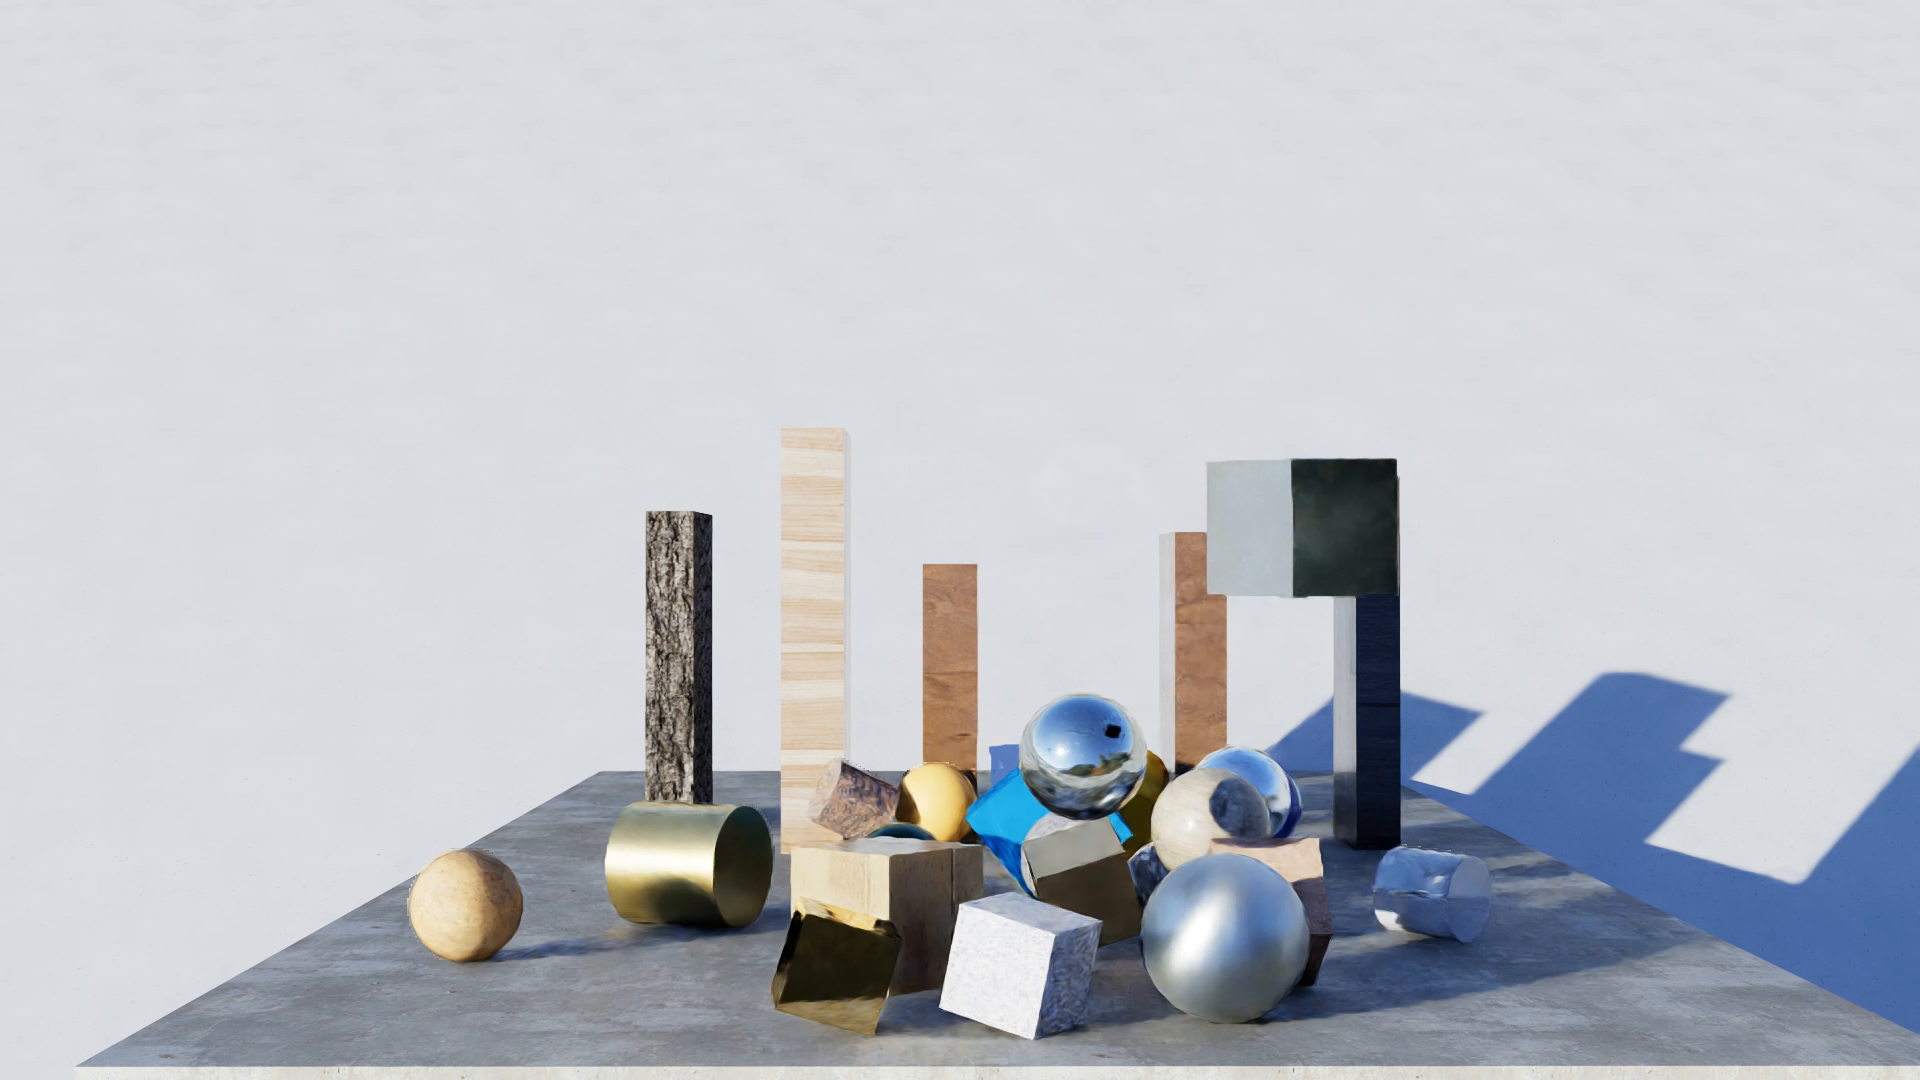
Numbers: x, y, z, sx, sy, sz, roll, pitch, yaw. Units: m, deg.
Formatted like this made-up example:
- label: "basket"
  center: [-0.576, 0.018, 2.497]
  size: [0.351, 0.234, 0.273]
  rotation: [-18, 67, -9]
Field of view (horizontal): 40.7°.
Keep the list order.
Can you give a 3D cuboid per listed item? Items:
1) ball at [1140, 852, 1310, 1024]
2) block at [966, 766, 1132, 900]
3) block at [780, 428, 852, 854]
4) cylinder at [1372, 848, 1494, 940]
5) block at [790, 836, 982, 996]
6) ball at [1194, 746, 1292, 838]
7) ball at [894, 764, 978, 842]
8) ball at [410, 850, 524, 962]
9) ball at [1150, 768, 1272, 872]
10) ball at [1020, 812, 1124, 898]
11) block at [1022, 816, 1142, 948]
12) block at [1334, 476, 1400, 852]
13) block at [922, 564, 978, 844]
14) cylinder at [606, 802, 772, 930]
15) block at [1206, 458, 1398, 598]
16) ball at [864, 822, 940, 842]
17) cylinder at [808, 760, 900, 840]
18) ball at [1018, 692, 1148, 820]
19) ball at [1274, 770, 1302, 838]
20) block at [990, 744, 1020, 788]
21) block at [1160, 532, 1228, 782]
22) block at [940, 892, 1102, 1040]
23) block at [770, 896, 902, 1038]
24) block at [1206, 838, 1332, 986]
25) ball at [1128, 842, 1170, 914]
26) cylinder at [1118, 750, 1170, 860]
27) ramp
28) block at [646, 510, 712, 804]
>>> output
- label: "ball"
  center: [0.304, 0.457, 2.976]
  size: [0.195, 0.195, 0.195]
  rotation: [0, 32, 0]
- label: "block"
  center: [0.138, 0.439, 4.043]
  size: [0.181, 0.181, 0.181]
  rotation: [-40, -1, 0]
- label: "block"
  center: [-0.271, 0.186, 4.916]
  size: [0.115, 0.781, 0.330]
  rotation: [0, -1, 0]
- label: "cylinder"
  center: [0.661, 0.495, 3.623]
  size: [0.118, 0.118, 0.118]
  rotation: [-28, 16, -37]
- label: "block"
  center: [-0.093, 0.472, 3.272]
  size: [0.171, 0.171, 0.171]
  rotation: [-1, -1, 42]
- label: "ball"
  center: [0.416, 0.385, 3.874]
  size: [0.156, 0.156, 0.156]
  rotation: [0, 32, 0]
- label: "ball"
  center: [-0.044, 0.489, 4.767]
  size: [0.155, 0.155, 0.155]
  rotation: [0, 32, 0]
- label: "ball"
  center: [-0.656, 0.486, 3.446]
  size: [0.149, 0.149, 0.149]
  rotation: [0, 32, 0]
- label: "ball"
  center: [0.322, 0.369, 3.328]
  size: [0.154, 0.154, 0.154]
  rotation: [0, 32, 0]
- label: "ball"
  center: [0.162, 0.462, 3.742]
  size: [0.151, 0.151, 0.151]
  rotation: [0, 32, 0]
- label: "block"
  center: [0.162, 0.454, 3.386]
  size: [0.119, 0.119, 0.119]
  rotation: [-17, 18, -2]
- label: "block"
  center: [0.773, 0.230, 4.936]
  size: [0.082, 0.694, 0.287]
  rotation: [0, -1, 0]
- label: "block"
  center: [-0.018, 0.312, 5.020]
  size: [0.104, 0.531, 0.347]
  rotation: [0, -1, 0]
- label: "cylinder"
  center: [-0.394, 0.474, 3.788]
  size: [0.178, 0.178, 0.178]
  rotation: [0, 29, 25]
- label: "block"
  center: [0.375, -0.014, 2.852]
  size: [0.147, 0.147, 0.147]
  rotation: [-1, 1, -32]
- label: "ball"
  center: [-0.088, 0.490, 3.814]
  size: [0.149, 0.149, 0.149]
  rotation: [0, 32, 0]
- label: "cylinder"
  center: [-0.192, 0.478, 4.690]
  size: [0.122, 0.122, 0.122]
  rotation: [28, 28, -15]
- label: "ball"
  center: [0.142, 0.249, 2.985]
  size: [0.148, 0.148, 0.148]
  rotation: [0, 32, 0]
- label: "ball"
  center: [0.494, 0.438, 4.282]
  size: [0.142, 0.142, 0.142]
  rotation: [0, 32, 0]
- label: "block"
  center: [0.128, 0.471, 4.839]
  size: [0.129, 0.129, 0.129]
  rotation: [-5, 45, 3]
- label: "block"
  center: [0.405, 0.280, 4.507]
  size: [0.087, 0.584, 0.338]
  rotation: [0, -1, 0]
- label: "block"
  center: [0.070, 0.481, 2.937]
  size: [0.122, 0.122, 0.122]
  rotation: [14, 6, 28]
- label: "block"
  center: [-0.141, 0.481, 2.930]
  size: [0.113, 0.113, 0.113]
  rotation: [17, 0, -8]
- label: "block"
  center: [0.375, 0.462, 3.213]
  size: [0.134, 0.134, 0.134]
  rotation: [0, 52, -5]
- label: "ball"
  center: [0.294, 0.486, 3.580]
  size: [0.150, 0.150, 0.150]
  rotation: [0, 32, 0]
- label: "cylinder"
  center: [0.280, 0.445, 4.355]
  size: [0.146, 0.146, 0.146]
  rotation: [2, 29, 3]
- label: "ramp"
  center: [0.071, 0.624, 4.713]
  size: [2.000, 0.100, 4.000]
  rotation: [0, -1, 0]
- label: "block"
  center: [-0.569, 0.263, 5.270]
  size: [0.094, 0.636, 0.394]
  rotation: [0, -1, 0]
